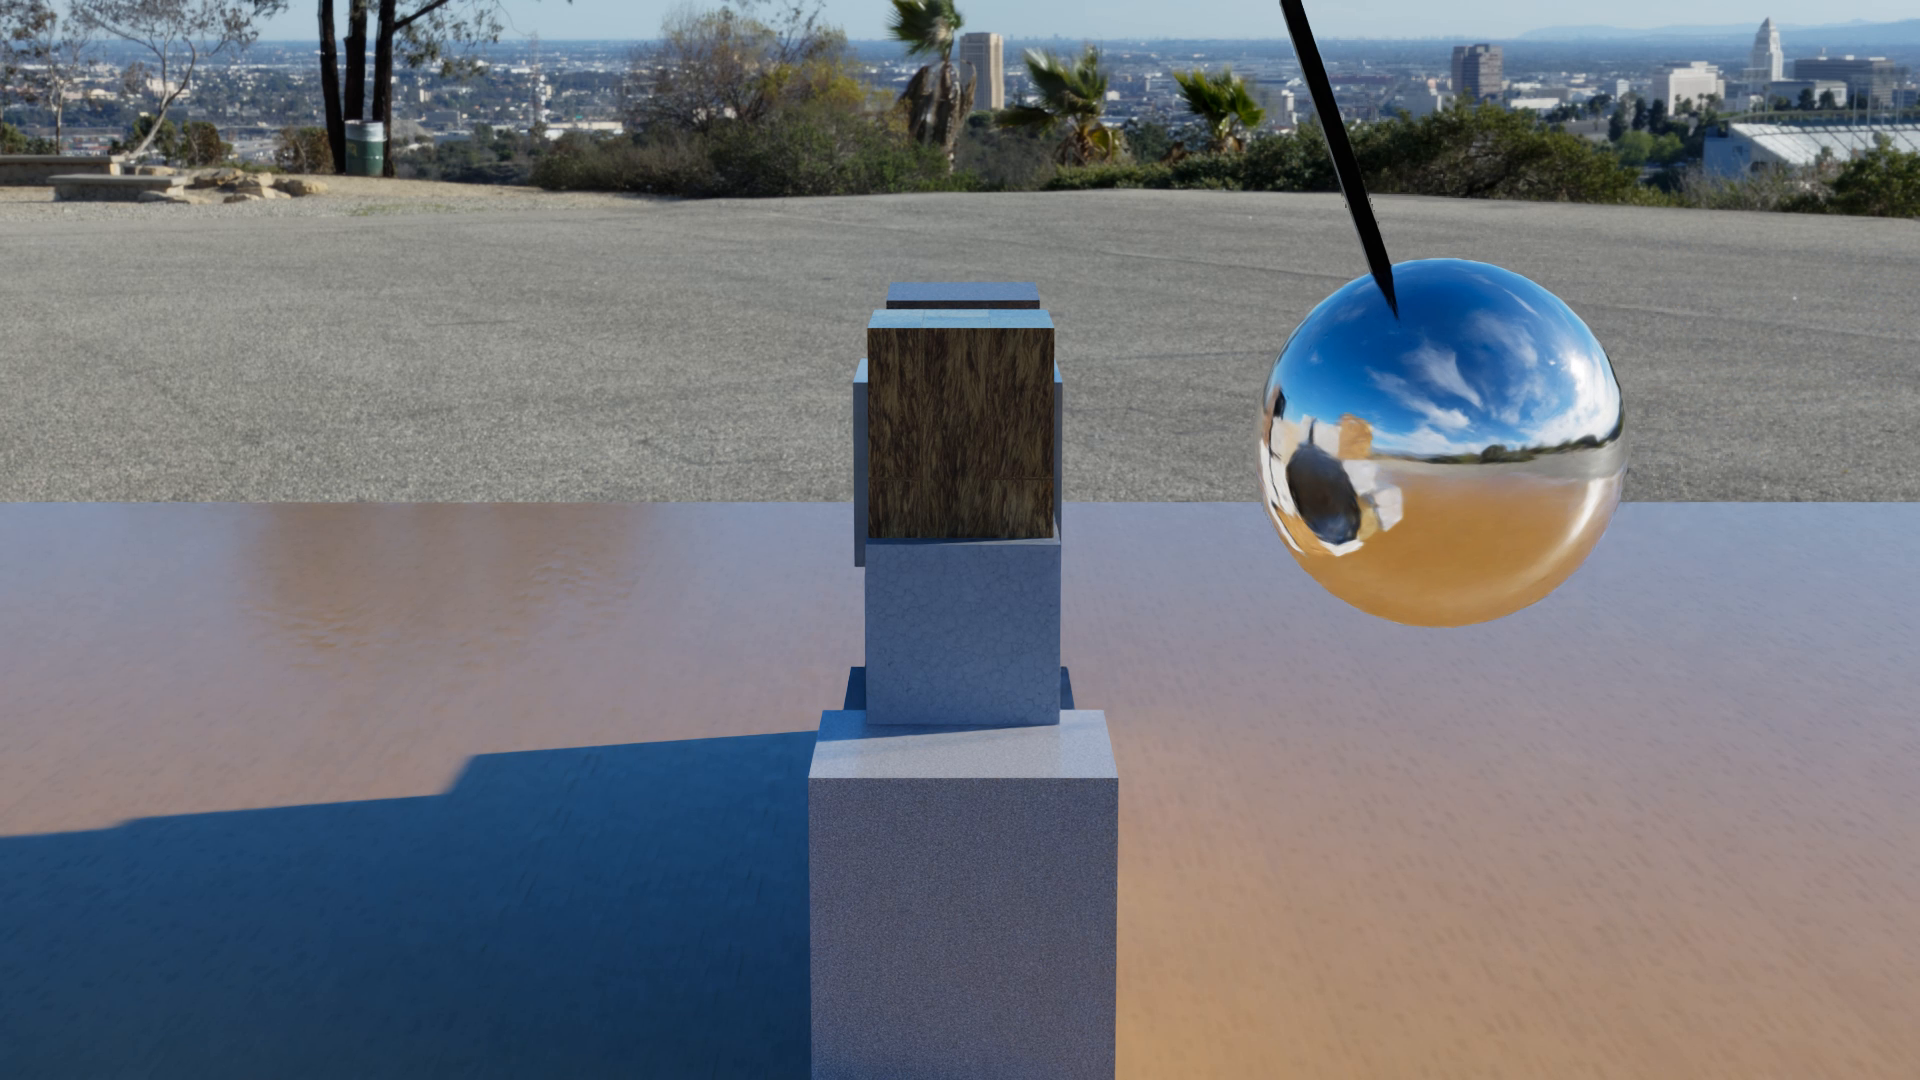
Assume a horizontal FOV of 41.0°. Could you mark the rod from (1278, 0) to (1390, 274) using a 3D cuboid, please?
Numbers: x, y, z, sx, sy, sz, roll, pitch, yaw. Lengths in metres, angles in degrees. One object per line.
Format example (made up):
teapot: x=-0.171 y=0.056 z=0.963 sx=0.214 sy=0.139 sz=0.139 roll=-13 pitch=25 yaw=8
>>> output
rod: x=0.899 y=-3.557 z=10.534 sx=0.080 sy=5.200 sz=0.080 roll=-20 pitch=10 yaw=4

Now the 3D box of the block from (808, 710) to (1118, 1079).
block: x=0.012 y=1.288 z=9.283 sx=1.054 sy=1.145 sz=0.944 roll=0 pitch=10 yaw=0

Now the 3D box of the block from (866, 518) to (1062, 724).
block: x=0.011 y=0.279 z=9.751 sx=0.711 sy=0.672 sz=0.782 roll=0 pitch=10 yaw=0

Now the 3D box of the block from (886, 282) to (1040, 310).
block: x=0.015 y=-0.833 z=12.357 sx=0.714 sy=0.734 sz=0.741 roll=0 pitch=12 yaw=0

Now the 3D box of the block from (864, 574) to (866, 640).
block: x=0.005 y=0.600 z=13.439 sx=0.970 sy=1.012 sz=0.907 roll=0 pitch=10 yaw=0

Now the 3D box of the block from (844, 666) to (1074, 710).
block: x=-0.004 y=1.094 z=11.034 sx=0.963 sy=0.901 sz=0.965 roll=0 pitch=10 yaw=0

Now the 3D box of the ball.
ball: x=2.074 y=-0.418 z=11.104 sx=1.600 sy=1.600 sz=1.600 roll=0 pitch=10 yaw=0

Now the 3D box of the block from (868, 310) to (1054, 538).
block: x=0.004 y=-0.456 z=9.758 sx=0.679 sy=0.774 sz=0.779 roll=0 pitch=10 yaw=0

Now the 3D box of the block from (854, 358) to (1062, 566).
block: x=-0.009 y=-0.332 z=10.589 sx=0.827 sy=0.743 sz=0.805 roll=0 pitch=11 yaw=0
